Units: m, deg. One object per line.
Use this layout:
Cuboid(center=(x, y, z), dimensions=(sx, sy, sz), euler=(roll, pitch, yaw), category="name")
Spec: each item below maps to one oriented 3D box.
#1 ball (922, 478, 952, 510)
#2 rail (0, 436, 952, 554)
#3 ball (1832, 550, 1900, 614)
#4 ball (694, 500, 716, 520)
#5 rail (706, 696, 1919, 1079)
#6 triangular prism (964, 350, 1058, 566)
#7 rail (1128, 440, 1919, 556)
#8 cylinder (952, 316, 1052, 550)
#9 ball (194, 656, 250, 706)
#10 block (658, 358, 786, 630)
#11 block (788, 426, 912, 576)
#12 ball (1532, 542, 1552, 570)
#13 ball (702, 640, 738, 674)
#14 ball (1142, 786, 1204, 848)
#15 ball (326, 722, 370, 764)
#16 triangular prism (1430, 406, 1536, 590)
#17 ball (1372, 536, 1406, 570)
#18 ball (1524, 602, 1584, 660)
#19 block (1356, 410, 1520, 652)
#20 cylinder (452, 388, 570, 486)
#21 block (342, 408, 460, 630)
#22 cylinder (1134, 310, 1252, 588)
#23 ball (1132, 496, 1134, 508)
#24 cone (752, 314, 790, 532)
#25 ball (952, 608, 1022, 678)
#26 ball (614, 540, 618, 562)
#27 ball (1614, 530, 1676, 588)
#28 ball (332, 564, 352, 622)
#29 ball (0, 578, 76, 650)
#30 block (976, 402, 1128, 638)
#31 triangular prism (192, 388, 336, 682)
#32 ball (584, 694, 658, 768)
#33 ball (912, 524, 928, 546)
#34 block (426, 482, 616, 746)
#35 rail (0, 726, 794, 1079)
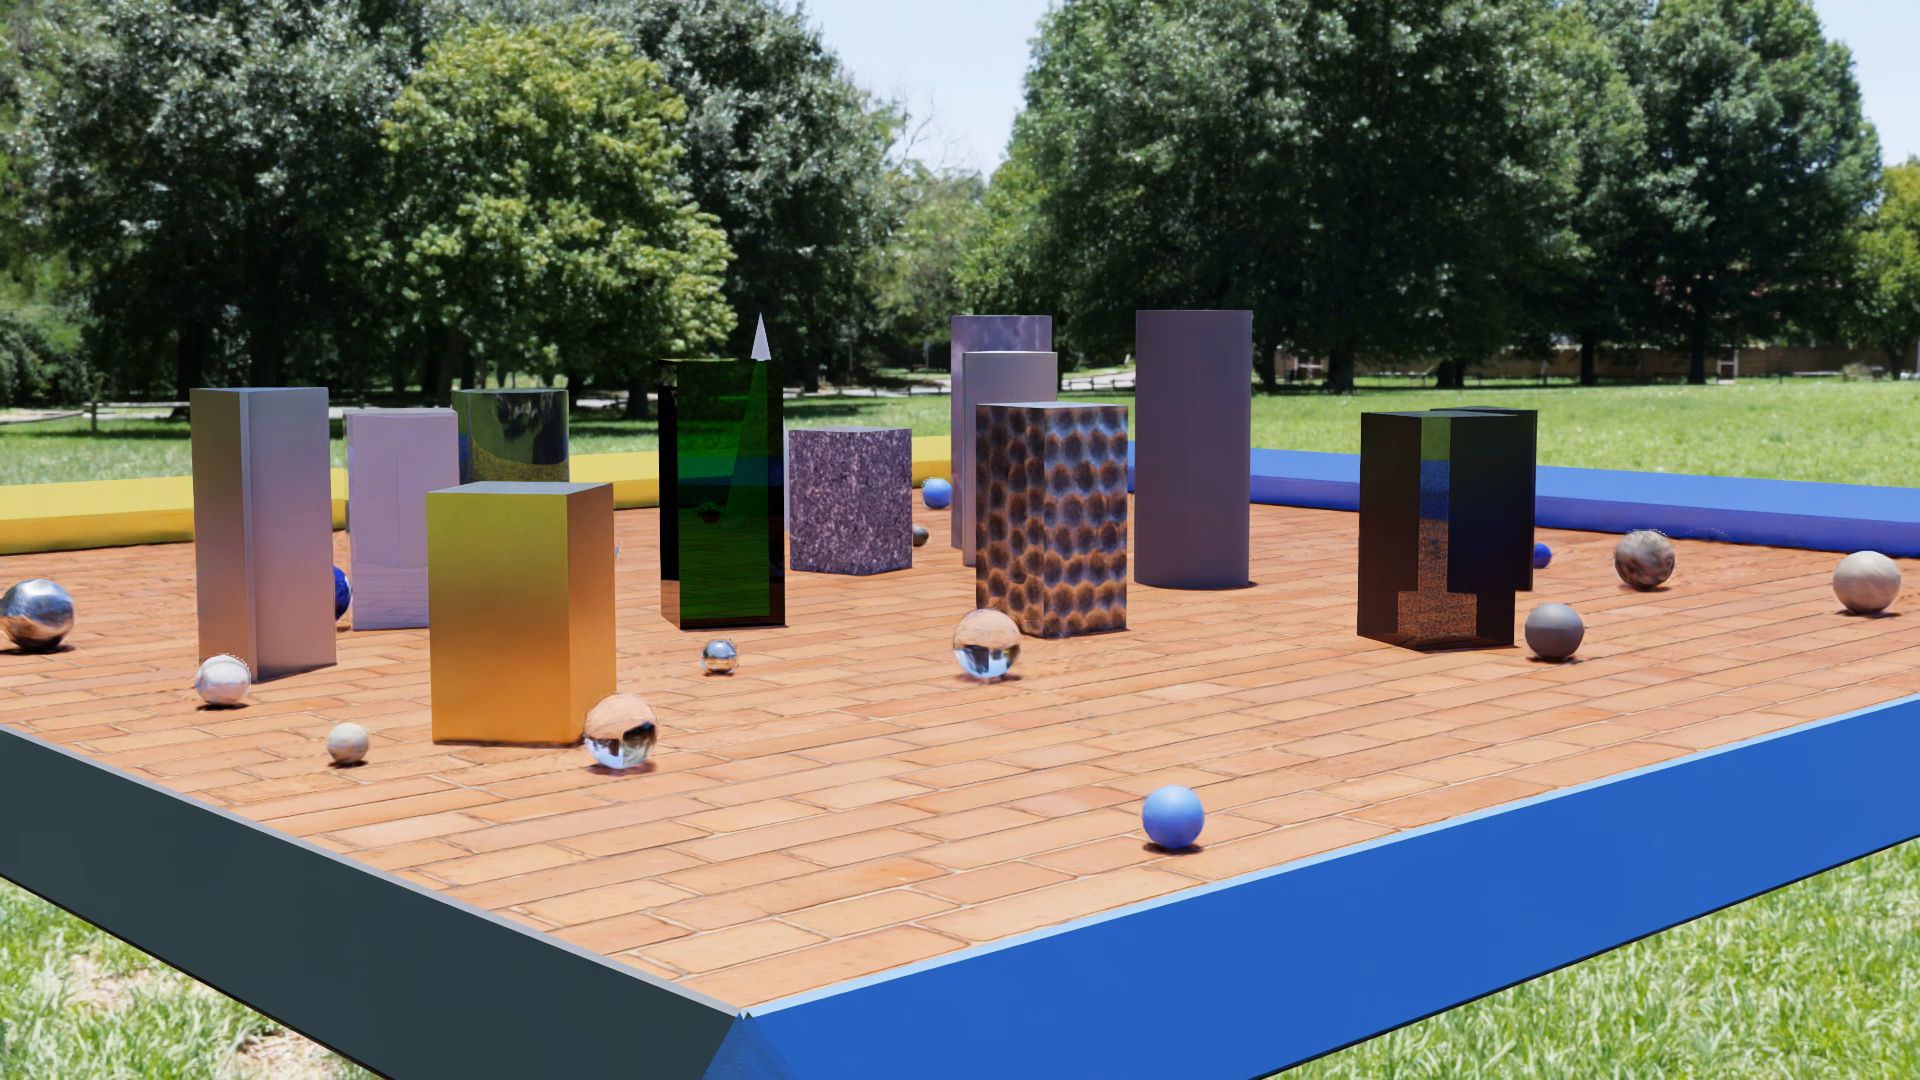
Cuboid(center=(-0.049, -0.102, 4.841), dimensions=(0.070, 0.070, 0.070), euler=(0, 6, 0), category="ball")
Cuboid(center=(-1.101, -0.094, 4.518), dimensions=(3.309, 0.121, 0.045), euler=(-6, 8, -42), category="rail")
Cuboid(center=(1.318, 0.062, 3.198), dimensions=(0.092, 0.092, 0.092), euler=(0, 6, 0), category="ball")
Cuboid(center=(-0.533, -0.062, 4.592), dimensions=(0.044, 0.044, 0.044), euler=(0, 6, 0), category="ball")
Cuboid(center=(1.101, 0.157, 2.146), dimensions=(3.309, 0.121, 0.045), euler=(-6, 8, -42), category="rail")
Cuboid(center=(0.081, -0.146, 3.847), dimensions=(0.161, 0.366, 0.140), euler=(0, 6, -4), category="triangular prism")
Cuboid(center=(1.198, -0.085, 4.432), dimensions=(0.045, 0.121, 3.293), euler=(-6, 8, -42), category="rail")
Cuboid(center=(0.076, -0.201, 4.081), dimensions=(0.186, 0.428, 0.186), euler=(0, 6, 0), category="cylinder")
Cuboid(center=(-0.824, 0.158, 2.455), dimensions=(0.057, 0.057, 0.057), euler=(0, 6, 0), category="ball")
Cuboid(center=(-0.339, -0.070, 3.115), dimensions=(0.149, 0.370, 0.149), euler=(-2, 6, -18), category="block")
Cuboid(center=(-0.186, -0.070, 3.745), dimensions=(0.149, 0.238, 0.149), euler=(4, 7, 34), category="block")
Cuboid(center=(0.983, 0.027, 3.738), dimensions=(0.046, 0.046, 0.046), euler=(0, 6, 0), category="ball")
Cuboid(center=(-0.292, 0.142, 2.671), dimensions=(0.042, 0.042, 0.042), euler=(0, 6, 0), category="ball")
Cuboid(center=(0.176, 0.228, 1.814), dimensions=(0.052, 0.052, 0.052), euler=(0, 6, 0), category="ball")
Cuboid(center=(-0.598, 0.199, 2.148), dimensions=(0.040, 0.040, 0.040), euler=(0, 6, 0), category="ball")
Cuboid(center=(0.837, -0.071, 3.535), dimensions=(0.161, 0.284, 0.140), euler=(1, 6, 13), category="triangular prism")
Cuboid(center=(0.729, 0.021, 3.738), dimensions=(0.058, 0.058, 0.058), euler=(0, 6, 0), category="ball")
Cuboid(center=(0.751, 0.115, 2.782), dimensions=(0.073, 0.073, 0.073), euler=(0, 6, 0), category="ball")
Cuboid(center=(0.636, -0.016, 2.930), dimensions=(0.149, 0.303, 0.149), euler=(-2, 6, -20), category="block")
Cuboid(center=(-0.730, -0.089, 3.583), dimensions=(0.186, 0.309, 0.186), euler=(0, 6, 0), category="cylinder")
Cuboid(center=(-0.792, -0.034, 3.120), dimensions=(0.149, 0.298, 0.149), euler=(-2, 6, -18), category="block")
Cuboid(center=(0.376, -0.151, 3.557), dimensions=(0.186, 0.439, 0.186), euler=(0, 6, 0), category="cylinder")
Cuboid(center=(0.395, -0.081, 4.713), dimensions=(0.056, 0.056, 0.056), euler=(0, 6, 0), category="ball")
Cuboid(center=(-0.400, -0.242, 4.431), dimensions=(0.186, 0.435, 0.186), euler=(0, 6, 0), category="cone")
Cuboid(center=(0.032, 0.124, 2.645), dimensions=(0.084, 0.084, 0.084), euler=(0, 6, 0), category="ball")
Cuboid(center=(-0.612, 0.018, 3.710), dimensions=(0.069, 0.069, 0.069), euler=(0, 6, 0), category="ball")
Cuboid(center=(1.085, 0.030, 3.485), dimensions=(0.093, 0.093, 0.093), euler=(0, 6, 0), category="ball")
Cuboid(center=(-0.887, 0.075, 3.034), dimensions=(0.092, 0.092, 0.092), euler=(0, 6, 0), category="ball")
Cuboid(center=(-1.200, 0.097, 2.860), dimensions=(0.093, 0.093, 0.093), euler=(0, 6, 0), category="ball")
Cuboid(center=(0.127, -0.033, 3.052), dimensions=(0.149, 0.310, 0.149), euler=(-5, 8, -37), category="block")
Cuboid(center=(-0.841, -0.014, 2.709), dimensions=(0.140, 0.345, 0.161), euler=(-5, 8, -40), category="triangular prism")
Cuboid(center=(-0.328, 0.185, 2.129), dimensions=(0.072, 0.072, 0.072), euler=(0, 6, 0), category="ball")
Cuboid(center=(-0.080, -0.008, 4.093), dimensions=(0.041, 0.041, 0.041), euler=(0, 6, 0), category="ball")
Cuboid(center=(-0.457, 0.073, 2.308), dimensions=(0.149, 0.257, 0.149), euler=(1, 6, 9), category="block")
Cuboid(center=(-1.198, 0.148, 2.233), dimensions=(0.045, 0.121, 3.293), euler=(-6, 8, -42), category="rail")
